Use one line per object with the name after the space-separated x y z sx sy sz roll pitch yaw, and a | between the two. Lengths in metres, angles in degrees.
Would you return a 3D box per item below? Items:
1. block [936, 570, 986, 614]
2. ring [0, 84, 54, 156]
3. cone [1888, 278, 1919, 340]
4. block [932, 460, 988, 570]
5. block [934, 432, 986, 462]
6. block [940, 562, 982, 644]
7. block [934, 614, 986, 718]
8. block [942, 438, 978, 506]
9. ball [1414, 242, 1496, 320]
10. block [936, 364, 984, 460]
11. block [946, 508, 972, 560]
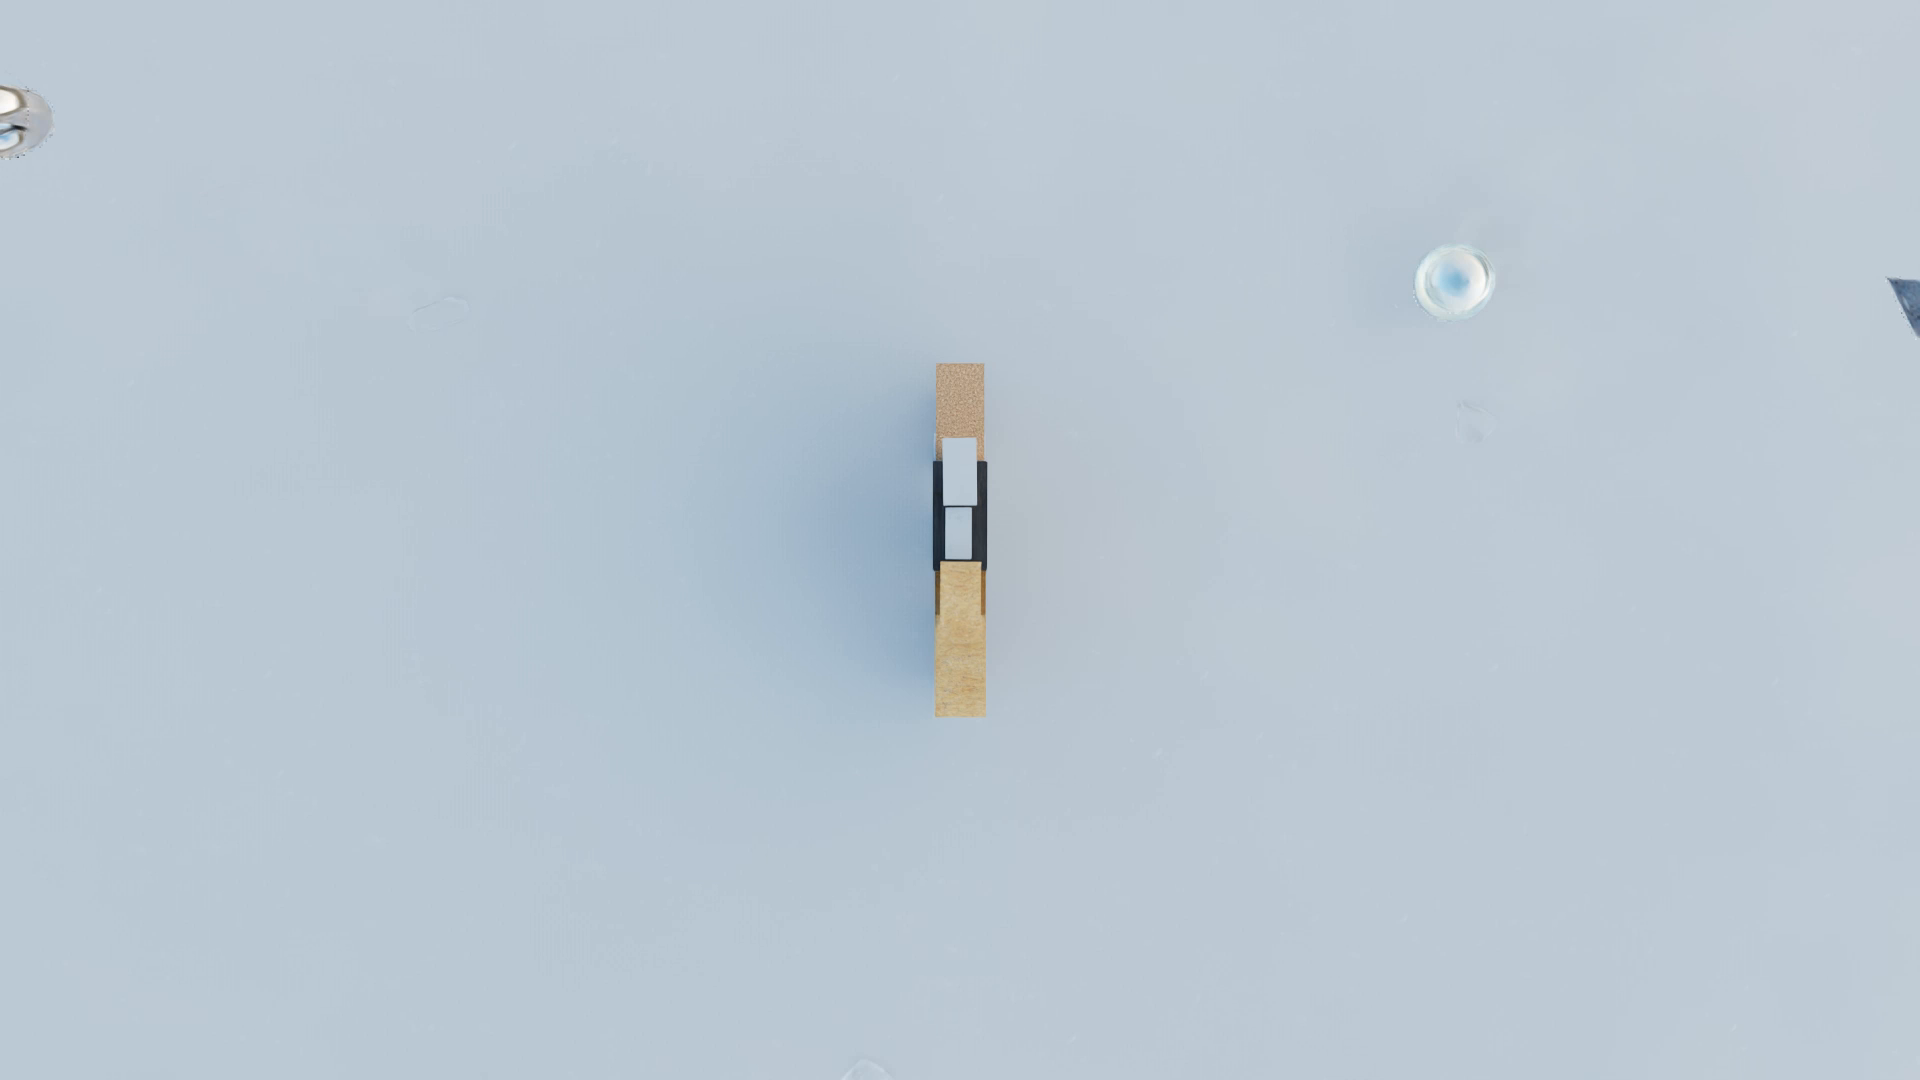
0.002 0.151 5.163 0.158 0.045 0.315 0 90 0 | block
-2.263 -0.975 3.848 0.268 0.268 0.089 -20 85 0 | ring
2.215 -0.552 3.796 0.189 0.189 0.189 -42 59 0 | cone
0.000 -0.070 4.792 0.159 0.045 0.318 0 90 0 | block
-0.002 -0.172 5.155 0.161 0.046 0.322 0 90 0 | block
0.002 0.171 4.530 0.112 0.032 0.223 1 90 0 | block
0.001 0.367 4.821 0.149 0.042 0.298 0 90 0 | block
0.000 -0.189 4.570 0.093 0.026 0.186 -1 90 0 | block
1.611 -0.841 5.374 0.252 0.252 0.252 0 90 0 | ball
0.000 -0.375 4.830 0.141 0.040 0.283 0 90 0 | block
-0.004 -0.018 4.614 0.072 0.021 0.145 0 90 0 | block
